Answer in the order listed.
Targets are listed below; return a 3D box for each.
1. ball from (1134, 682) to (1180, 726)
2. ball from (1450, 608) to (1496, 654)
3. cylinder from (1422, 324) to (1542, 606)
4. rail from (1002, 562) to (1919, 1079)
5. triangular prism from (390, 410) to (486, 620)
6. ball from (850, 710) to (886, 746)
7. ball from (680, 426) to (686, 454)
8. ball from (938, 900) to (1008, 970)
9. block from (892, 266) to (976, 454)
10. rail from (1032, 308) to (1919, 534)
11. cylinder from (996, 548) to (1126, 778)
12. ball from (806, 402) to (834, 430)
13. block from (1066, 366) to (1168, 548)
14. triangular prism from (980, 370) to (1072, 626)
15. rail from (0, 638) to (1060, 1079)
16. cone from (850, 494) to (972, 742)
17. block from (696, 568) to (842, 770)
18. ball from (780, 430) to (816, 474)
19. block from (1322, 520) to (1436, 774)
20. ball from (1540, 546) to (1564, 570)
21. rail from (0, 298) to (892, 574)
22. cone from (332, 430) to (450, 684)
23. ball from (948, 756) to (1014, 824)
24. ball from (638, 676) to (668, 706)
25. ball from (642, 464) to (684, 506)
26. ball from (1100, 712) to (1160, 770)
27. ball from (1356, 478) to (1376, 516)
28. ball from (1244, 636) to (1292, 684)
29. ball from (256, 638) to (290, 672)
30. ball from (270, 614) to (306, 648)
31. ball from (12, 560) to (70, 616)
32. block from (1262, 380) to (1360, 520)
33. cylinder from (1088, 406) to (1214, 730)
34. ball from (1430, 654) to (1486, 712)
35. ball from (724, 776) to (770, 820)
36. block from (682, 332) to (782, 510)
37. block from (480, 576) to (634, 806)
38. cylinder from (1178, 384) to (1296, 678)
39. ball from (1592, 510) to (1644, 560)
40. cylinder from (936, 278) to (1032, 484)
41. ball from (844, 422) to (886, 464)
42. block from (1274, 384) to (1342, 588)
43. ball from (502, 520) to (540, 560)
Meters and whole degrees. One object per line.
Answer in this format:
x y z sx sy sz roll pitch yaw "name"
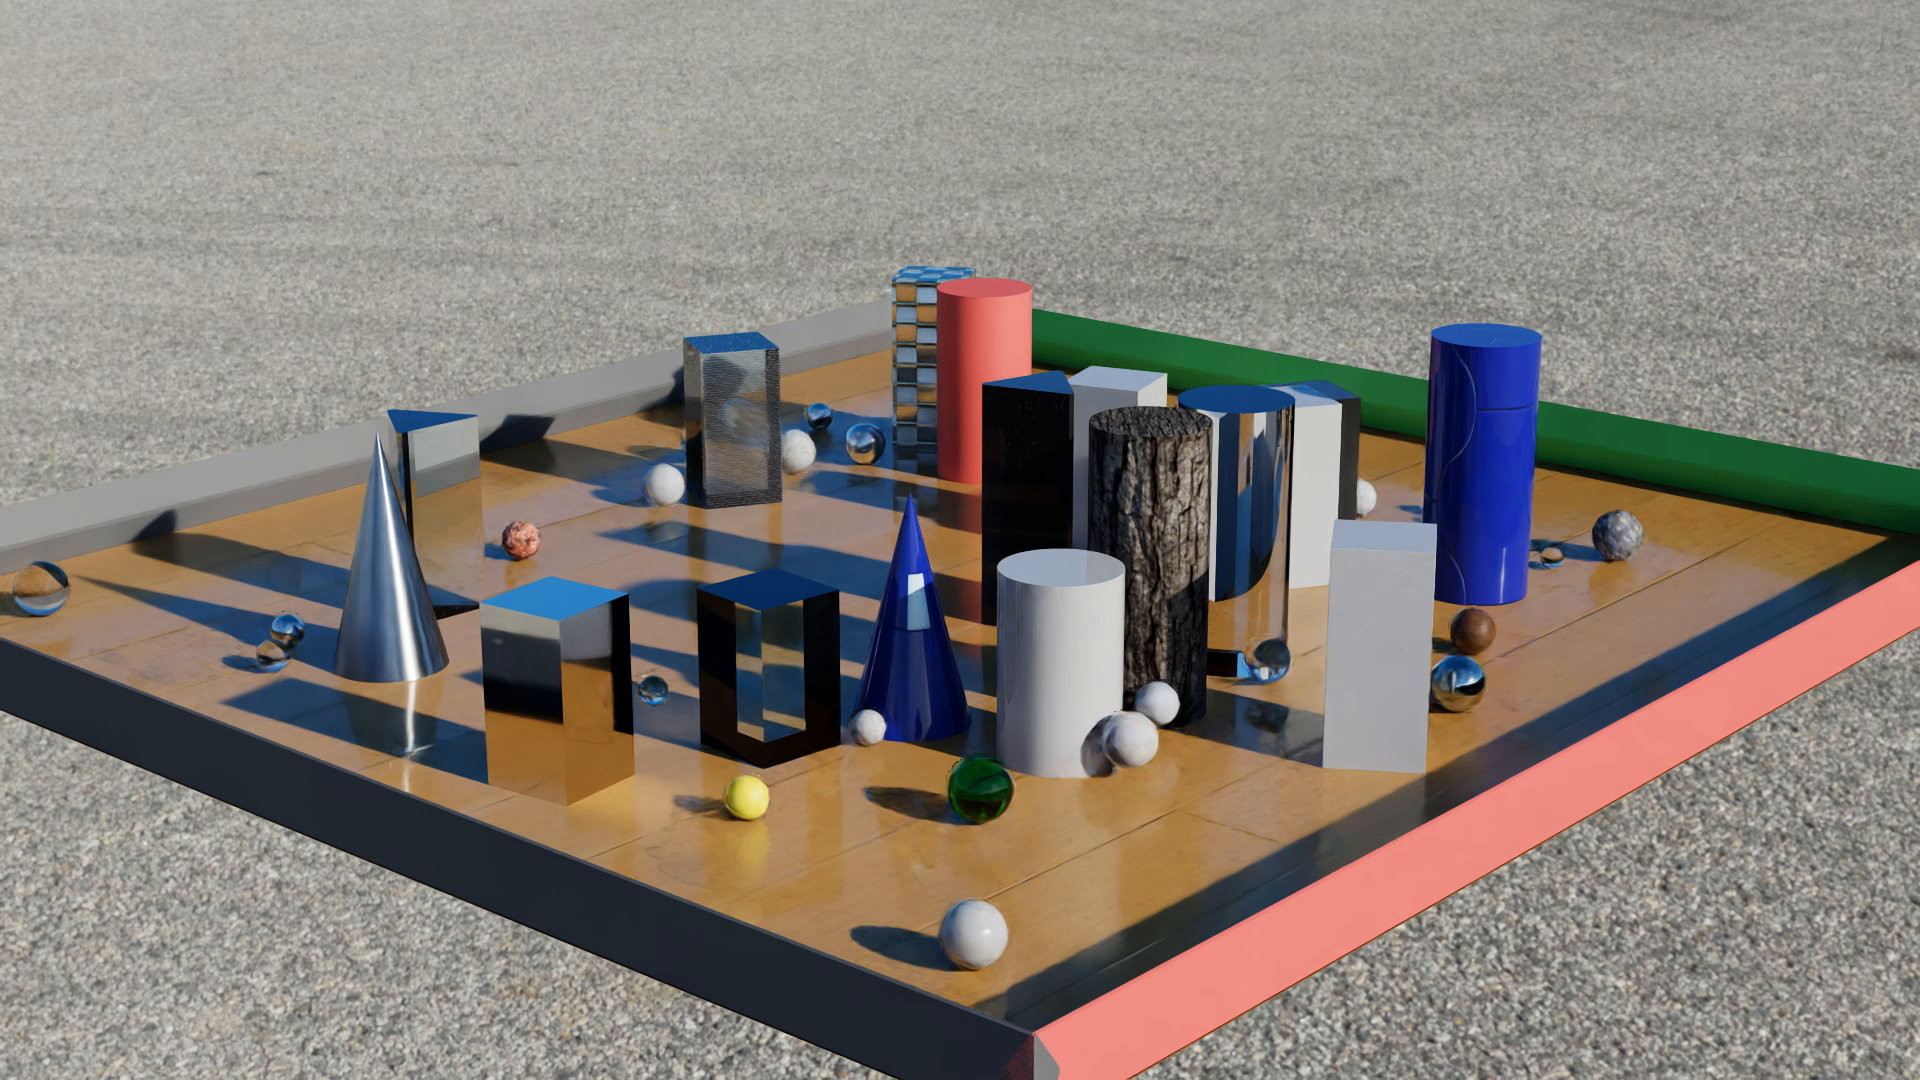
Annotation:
0.297 0.248 4.427 0.069 0.069 0.069 0 17 0 "ball"
0.841 0.150 4.811 0.075 0.075 0.075 0 17 0 "ball"
0.900 -0.132 5.081 0.188 0.457 0.188 0 17 0 "cylinder"
1.004 0.283 4.286 0.045 0.122 2.870 14 22 39 "rail"
-0.923 -0.046 5.003 0.141 0.339 0.163 16 23 42 "triangular prism"
-0.138 0.282 4.411 0.054 0.054 0.054 0 17 0 "ball"
-0.520 -0.202 5.944 0.093 0.093 0.093 0 17 0 "ball"
0.017 0.492 3.658 0.087 0.087 0.087 0 17 0 "ball"
-0.053 -0.371 6.042 0.150 0.360 0.150 2 17 8 "block"
0.925 -0.278 6.141 2.708 0.122 0.045 14 22 39 "rail"
0.148 0.180 4.332 0.188 0.294 0.188 0 17 0 "cylinder"
-0.298 -0.262 6.201 0.058 0.058 0.058 0 17 0 "ball"
0.282 -0.148 5.397 0.150 0.307 0.150 7 18 23 "block"
0.139 -0.067 4.937 0.163 0.417 0.141 8 18 24 "triangular prism"
-0.925 0.339 4.101 2.708 0.122 0.045 14 22 39 "rail"
-0.076 0.101 4.464 0.188 0.369 0.188 0 17 0 "cone"
-0.285 0.190 4.385 0.150 0.245 0.150 -15 23 -41 "block"
-0.332 -0.177 5.868 0.088 0.088 0.088 0 17 0 "ball"
0.620 0.156 4.334 0.150 0.339 0.150 3 17 9 "block"
1.062 0.032 5.261 0.040 0.040 0.040 0 17 0 "ball"
-1.004 -0.222 5.956 0.045 0.122 2.870 14 22 39 "rail"
-0.926 0.013 4.714 0.188 0.394 0.188 0 17 0 "cone"
0.029 0.350 4.115 0.094 0.094 0.094 0 17 0 "ball"
-0.478 0.235 4.578 0.047 0.047 0.047 0 17 0 "ball"
-0.571 -0.105 5.641 0.083 0.083 0.083 0 17 0 "ball"
0.247 0.291 4.269 0.085 0.085 0.085 0 17 0 "ball"
0.755 -0.080 5.576 0.073 0.073 0.073 0 17 0 "ball"
0.489 0.190 4.663 0.075 0.075 0.075 0 17 0 "ball"
-1.107 0.186 4.725 0.055 0.055 0.055 0 17 0 "ball"
-1.110 0.151 4.839 0.057 0.057 0.057 0 17 0 "ball"
-1.568 0.082 5.001 0.094 0.094 0.094 0 17 0 "ball"
0.648 -0.157 5.520 0.150 0.252 0.150 -6 18 -19 "block"
0.289 0.042 4.499 0.188 0.462 0.188 0 17 0 "cylinder"
0.771 0.222 4.547 0.090 0.090 0.090 0 17 0 "ball"
-0.300 0.363 4.127 0.063 0.063 0.063 0 17 0 "ball"
-0.441 -0.233 5.678 0.150 0.306 0.150 -6 18 -19 "block"
-0.581 0.216 4.238 0.150 0.279 0.150 11 20 32 "block"
0.440 -0.016 4.733 0.188 0.437 0.188 0 17 0 "cylinder"
1.190 -0.008 5.305 0.091 0.091 0.091 0 17 0 "ball"
0.048 -0.317 5.831 0.188 0.378 0.188 0 17 0 "cylinder"
-0.193 -0.195 5.934 0.085 0.085 0.085 0 17 0 "ball"
0.567 -0.092 5.176 0.150 0.327 0.150 -6 18 -18 "block"
-0.796 0.000 5.316 0.070 0.070 0.070 0 17 0 "ball"
